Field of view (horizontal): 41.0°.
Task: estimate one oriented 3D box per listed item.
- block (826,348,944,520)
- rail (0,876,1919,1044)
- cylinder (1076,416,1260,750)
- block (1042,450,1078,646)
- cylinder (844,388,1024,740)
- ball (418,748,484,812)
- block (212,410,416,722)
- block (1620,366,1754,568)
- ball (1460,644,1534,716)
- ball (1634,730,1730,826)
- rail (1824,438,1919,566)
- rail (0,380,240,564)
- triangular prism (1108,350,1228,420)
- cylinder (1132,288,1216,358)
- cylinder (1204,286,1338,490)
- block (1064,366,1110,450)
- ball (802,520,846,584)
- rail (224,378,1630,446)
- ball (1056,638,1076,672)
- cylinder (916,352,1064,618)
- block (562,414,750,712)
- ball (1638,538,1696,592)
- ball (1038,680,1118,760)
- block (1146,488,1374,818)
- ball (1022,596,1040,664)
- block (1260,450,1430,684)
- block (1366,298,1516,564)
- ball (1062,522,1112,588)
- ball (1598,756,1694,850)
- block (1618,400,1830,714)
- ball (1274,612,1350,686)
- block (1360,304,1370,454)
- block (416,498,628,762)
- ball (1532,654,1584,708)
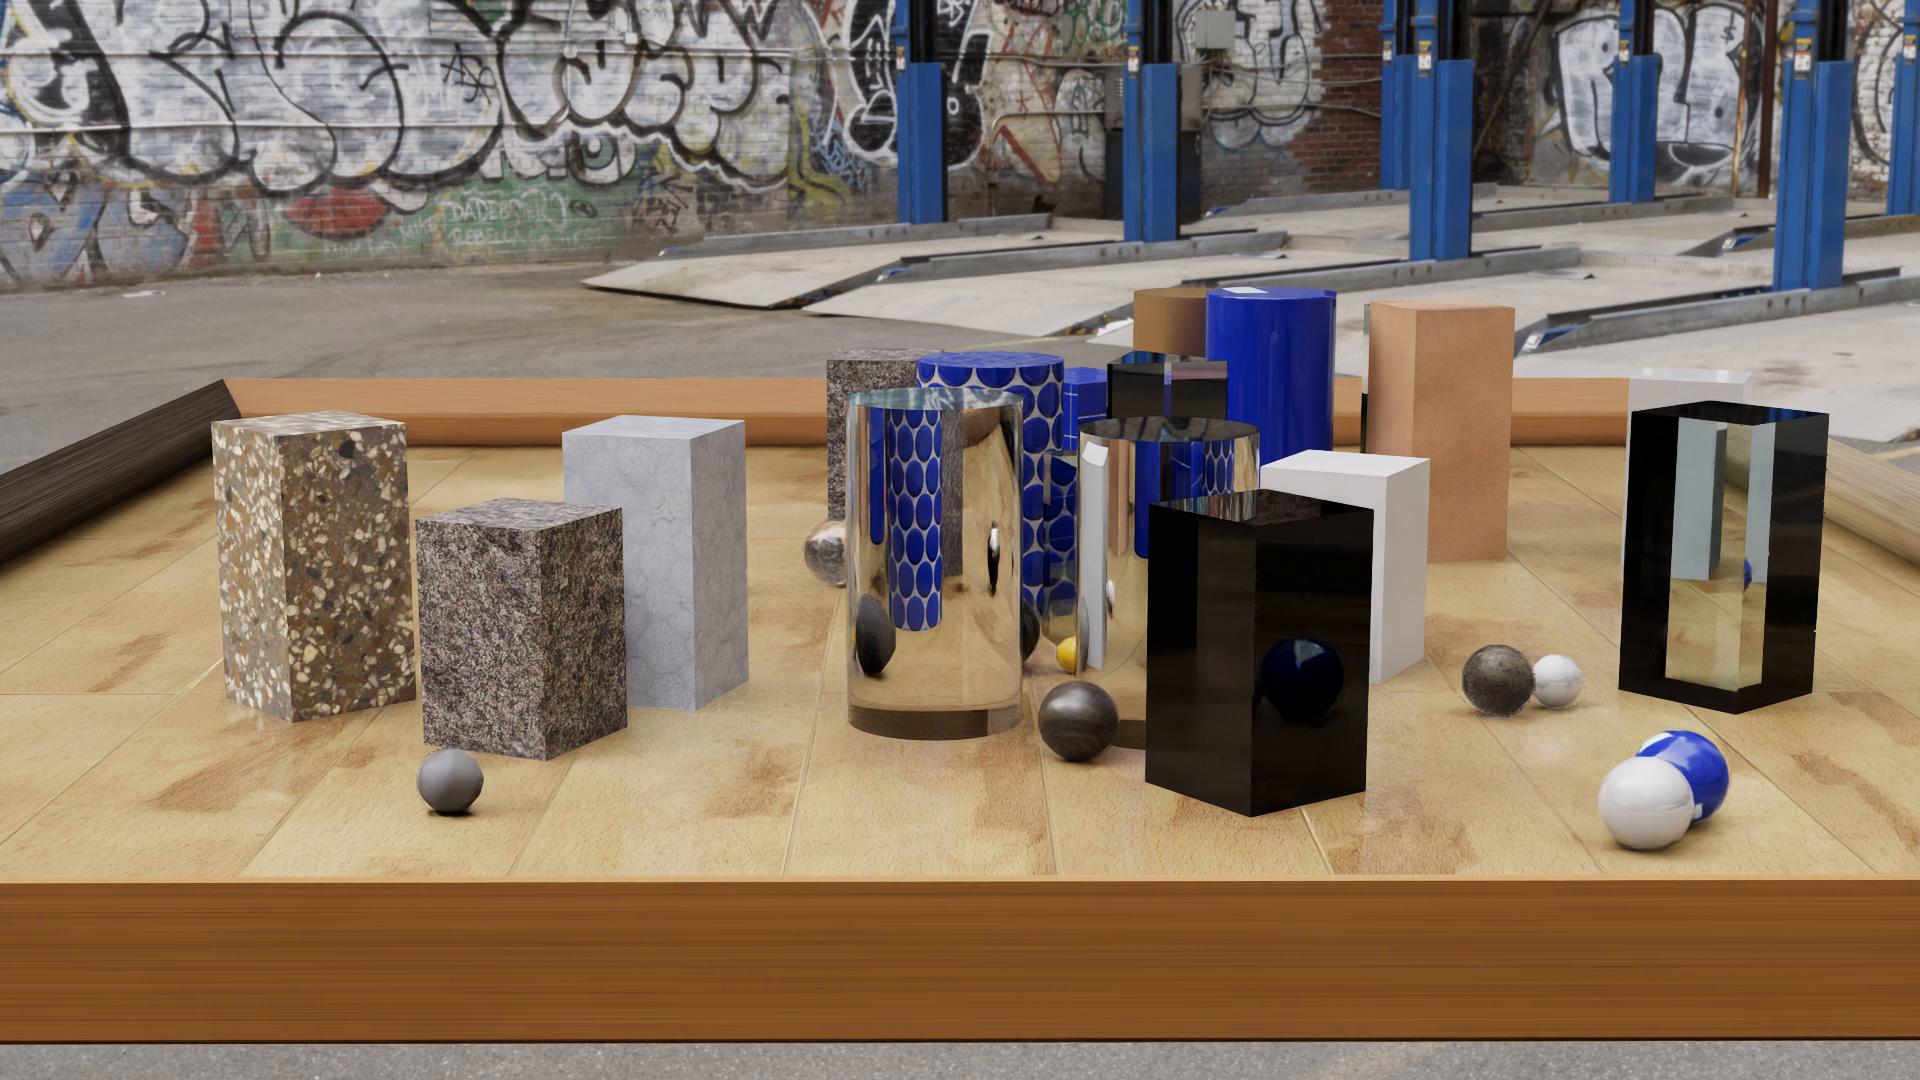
[{"bbox_3d":[-0.109,-0.123,3.810,0.159,0.307,0.159,1,11,4],"label":"block"},{"bbox_3d":[0.009,0.311,1.947,2.833,0.129,0.045,0,10,0],"label":"rail"},{"bbox_3d":[0.227,0.044,2.827,0.198,0.336,0.198,0,10,0],"label":"cylinder"},{"bbox_3d":[0.204,0.015,3.243,0.159,0.241,0.159,-3,11,-15],"label":"block"},{"bbox_3d":[-0.029,0.022,2.867,0.198,0.364,0.198,0,10,0],"label":"cylinder"},{"bbox_3d":[-0.503,0.237,2.531,0.063,0.063,0.063,0,10,0],"label":"ball"},{"bbox_3d":[-0.744,0.025,2.959,0.159,0.325,0.159,-9,14,-42],"label":"block"},{"bbox_3d":[1.075,-0.105,3.790,0.159,0.279,0.159,4,11,22],"label":"block"},{"bbox_3d":[0.609,0.158,2.909,0.081,0.081,0.081,0,10,0],"label":"ball"},{"bbox_3d":[0.697,0.231,2.486,0.093,0.093,0.093,0,10,0],"label":"ball"},{"bbox_3d":[1.393,0.032,3.457,0.045,0.129,3.101,0,10,0],"label":"rail"},{"bbox_3d":[-1.393,0.035,3.441,0.045,0.129,3.101,0,10,0],"label":"rail"},{"bbox_3d":[0.270,-0.098,3.628,0.172,0.324,0.149,-3,11,-13],"label":"triangular prism"},{"bbox_3d":[0.387,-0.236,4.287,0.198,0.355,0.198,0,10,0],"label":"cylinder"},{"bbox_3d":[0.473,-0.186,3.933,0.198,0.386,0.198,0,10,0],"label":"cylinder"},{"bbox_3d":[0.178,-0.111,3.842,0.159,0.272,0.159,-9,14,-40],"label":"block"},{"bbox_3d":[-0.177,0.017,3.640,0.093,0.093,0.093,0,10,0],"label":"ball"},{"bbox_3d":[-0.009,-0.245,4.950,2.833,0.129,0.045,0,10,0],"label":"rail"},{"bbox_3d":[0.138,0.140,3.115,0.043,0.043,0.043,0,10,0],"label":"ball"},{"bbox_3d":[0.041,-0.076,3.472,0.198,0.338,0.198,0,10,0],"label":"cylinder"},{"bbox_3d":[-0.353,0.023,3.001,0.159,0.314,0.159,3,11,18],"label":"block"},{"bbox_3d":[0.989,0.035,3.589,0.077,0.077,0.077,0,10,0],"label":"ball"},{"bbox_3d":[0.125,0.191,2.722,0.085,0.085,0.085,0,10,0],"label":"ball"},{"bbox_3d":[0.302,0.109,2.599,0.159,0.291,0.159,-8,13,-36],"label":"block"},{"bbox_3d":[0.048,0.110,3.125,0.099,0.099,0.099,0,10,0],"label":"ball"},{"bbox_3d":[0.470,0.029,3.142,0.159,0.251,0.159,6,12,28],"label":"block"},{"bbox_3d":[0.718,-0.167,3.857,0.159,0.375,0.159,-3,11,-16],"label":"block"},{"bbox_3d":[0.167,0.022,3.611,0.094,0.094,0.094,0,10,0],"label":"ball"},{"bbox_3d":[0.645,0.247,2.411,0.088,0.088,0.088,0,10,0],"label":"ball"},{"bbox_3d":[0.890,0.016,2.994,0.159,0.331,0.159,-9,14,-40],"label":"block"},{"bbox_3d":[0.417,0.129,3.046,0.089,0.089,0.089,0,10,0],"label":"ball"},{"bbox_3d":[0.766,-0.211,4.191,0.159,0.341,0.159,-4,11,-22],"label":"block"},{"bbox_3d":[-0.477,0.093,2.802,0.159,0.248,0.159,5,12,25],"label":"block"},{"bbox_3d":[0.684,0.162,2.945,0.061,0.061,0.061,0,10,0],"label":"ball"}]
